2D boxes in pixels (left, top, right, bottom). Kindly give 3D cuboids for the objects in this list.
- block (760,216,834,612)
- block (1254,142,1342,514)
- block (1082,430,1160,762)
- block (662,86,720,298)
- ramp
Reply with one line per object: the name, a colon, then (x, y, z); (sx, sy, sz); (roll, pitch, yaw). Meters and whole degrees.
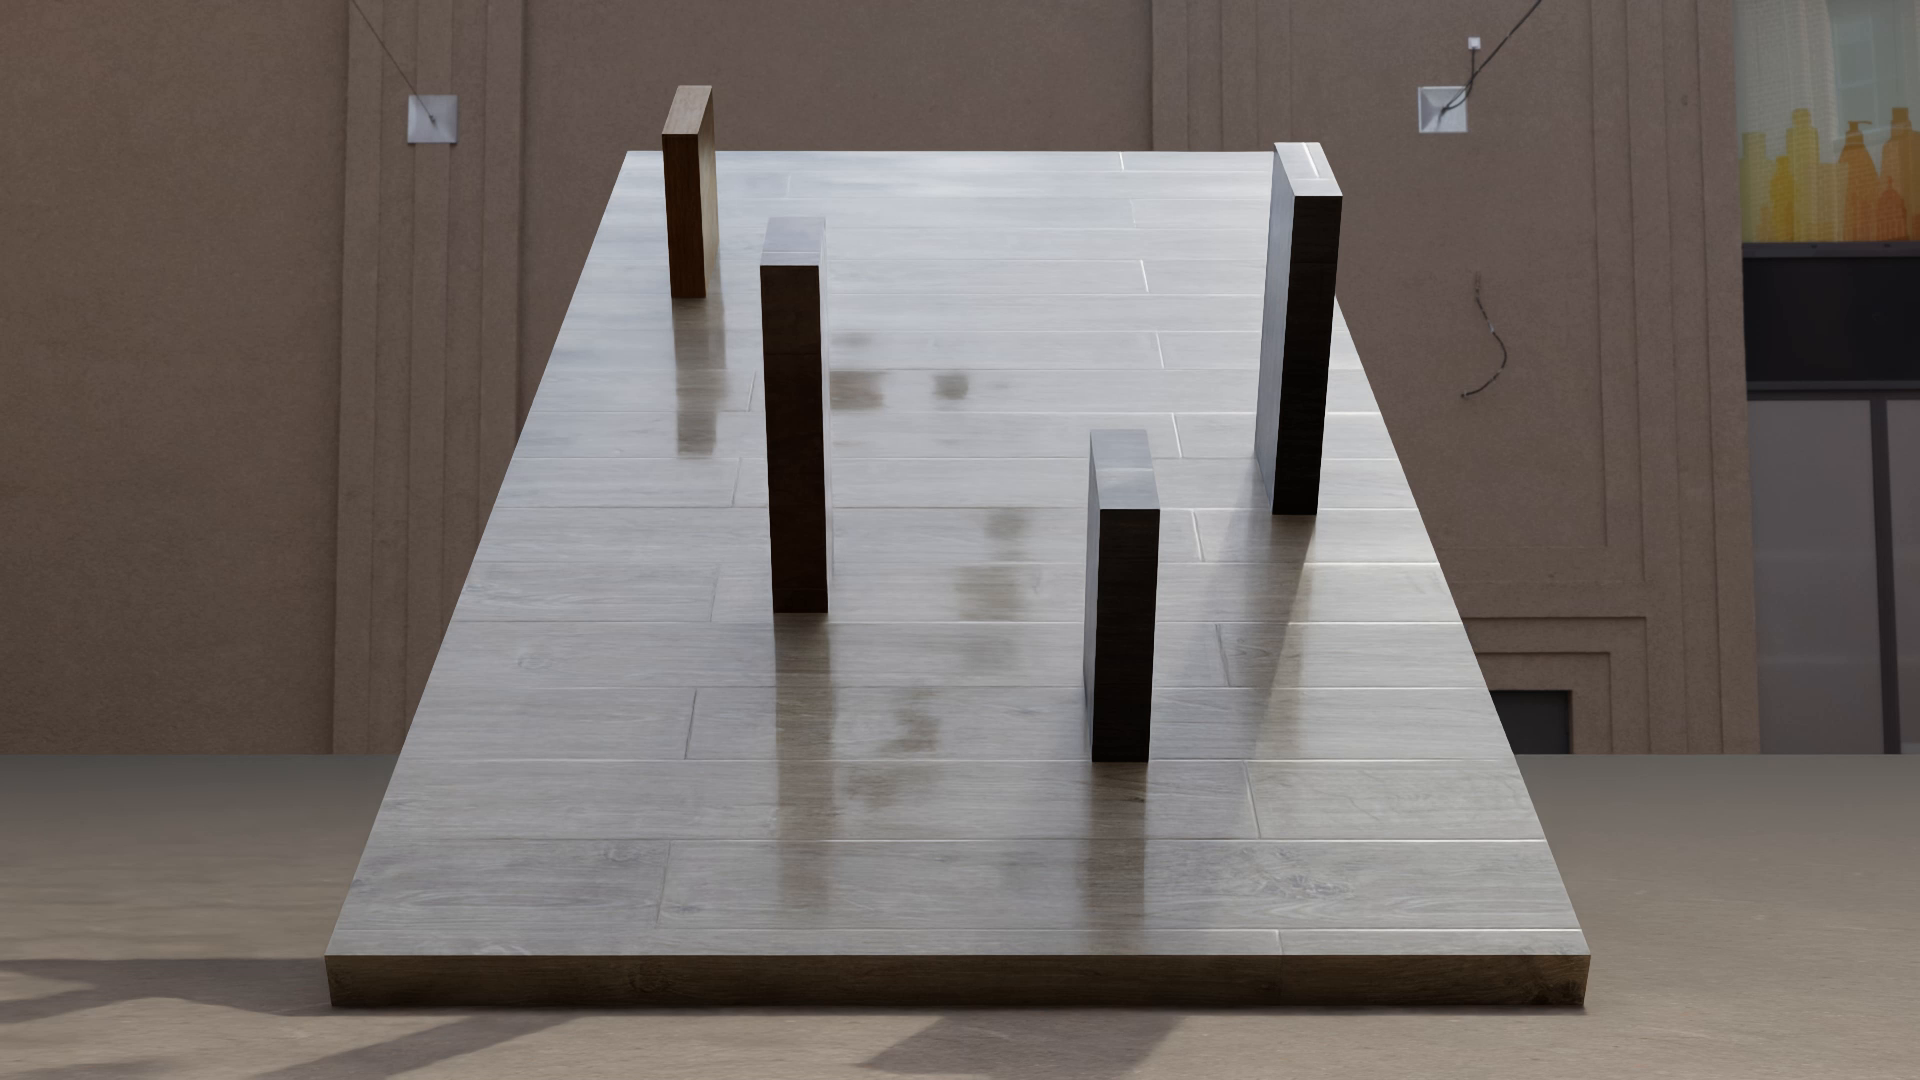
block: (-0.317, -0.242, 4.680); (0.109, 0.735, 0.263); (0, 28, 0)
block: (0.721, -0.452, 5.106); (0.096, 0.720, 0.339); (0, 28, 0)
block: (0.286, 0.098, 4.277); (0.102, 0.507, 0.321); (0, 28, 0)
block: (-0.711, -0.927, 6.307); (0.091, 0.444, 0.418); (0, 28, 0)
ramp: (-0.011, -0.225, 5.552); (2.000, 0.100, 4.000); (0, 28, 0)
